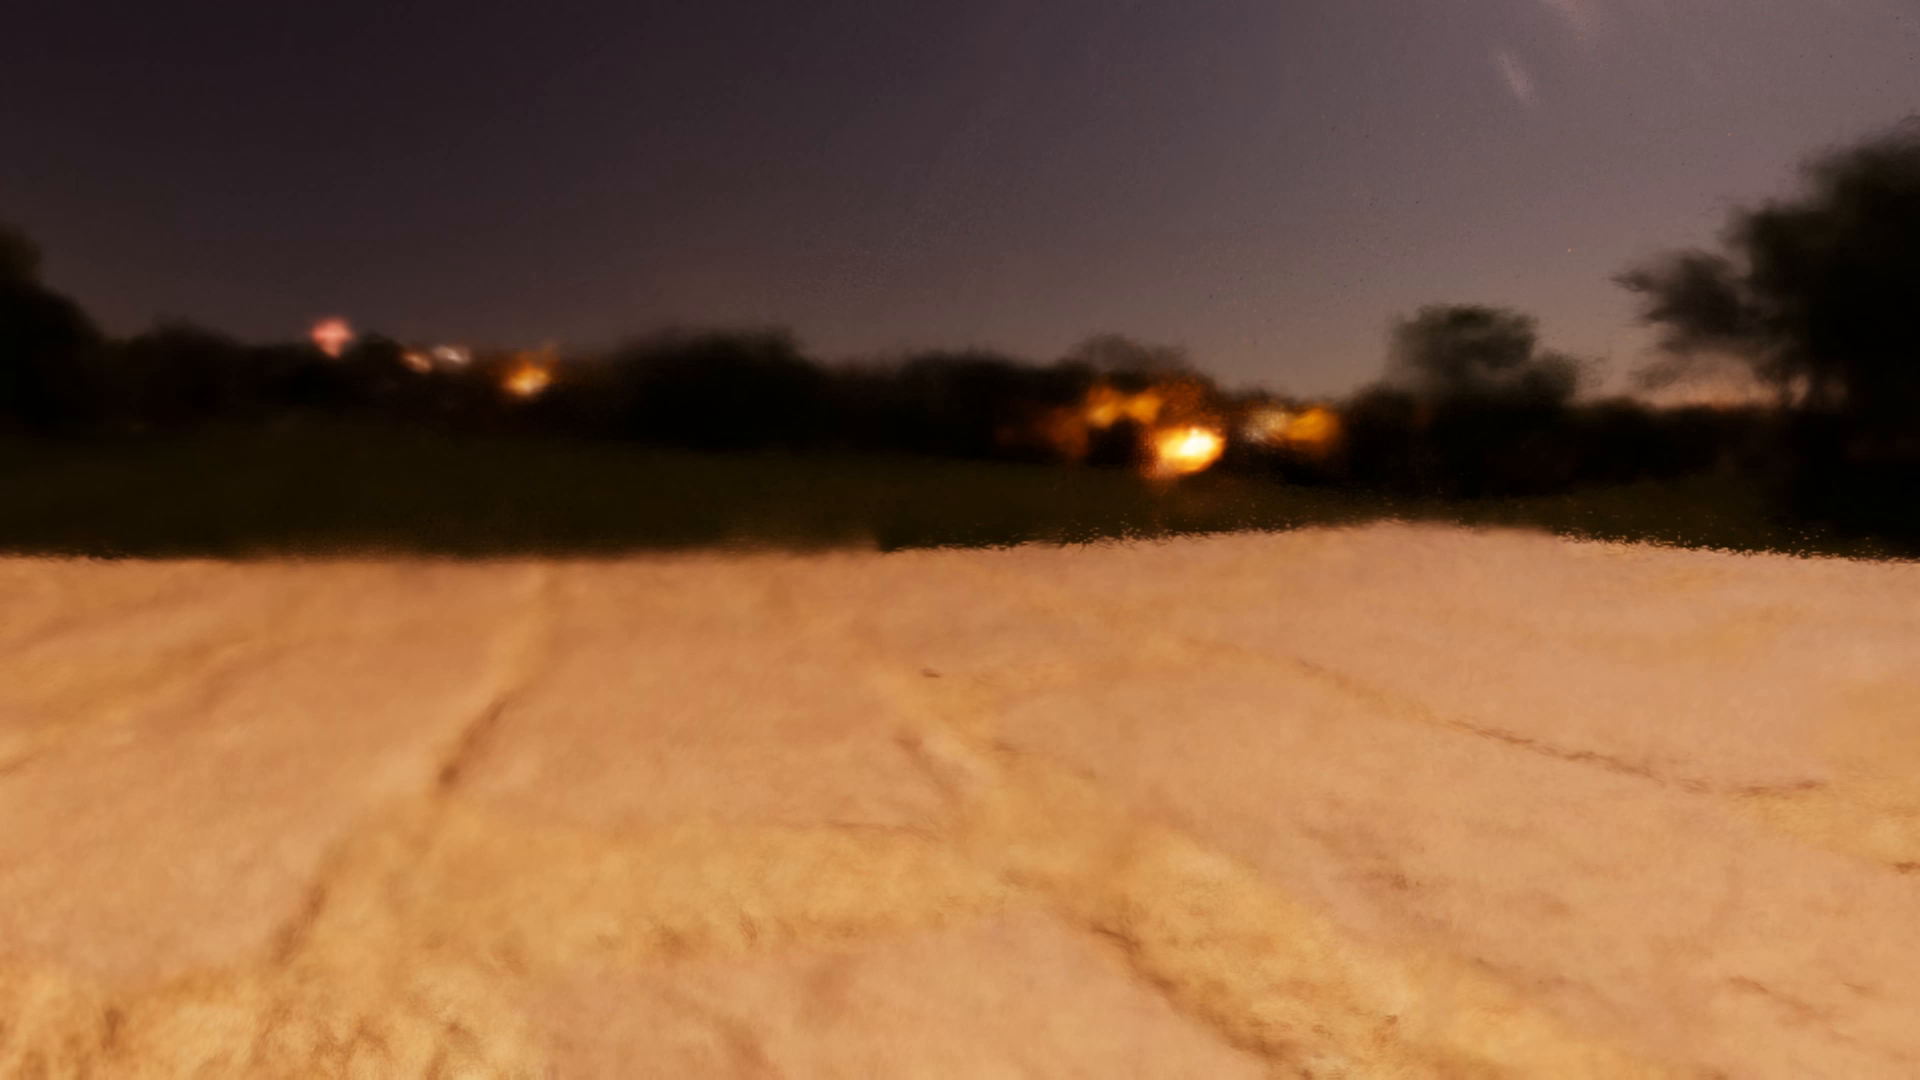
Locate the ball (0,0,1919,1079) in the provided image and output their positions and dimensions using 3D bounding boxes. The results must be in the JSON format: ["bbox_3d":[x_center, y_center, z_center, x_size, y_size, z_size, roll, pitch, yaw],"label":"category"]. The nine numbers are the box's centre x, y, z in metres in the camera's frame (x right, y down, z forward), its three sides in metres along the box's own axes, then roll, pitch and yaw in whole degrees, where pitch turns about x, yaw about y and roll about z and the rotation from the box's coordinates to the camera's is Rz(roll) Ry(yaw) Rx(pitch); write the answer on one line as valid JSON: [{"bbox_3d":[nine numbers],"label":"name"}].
[{"bbox_3d":[0.003,-0.004,0.049,0.080,0.080,0.080,0,4,0],"label":"ball"}]
